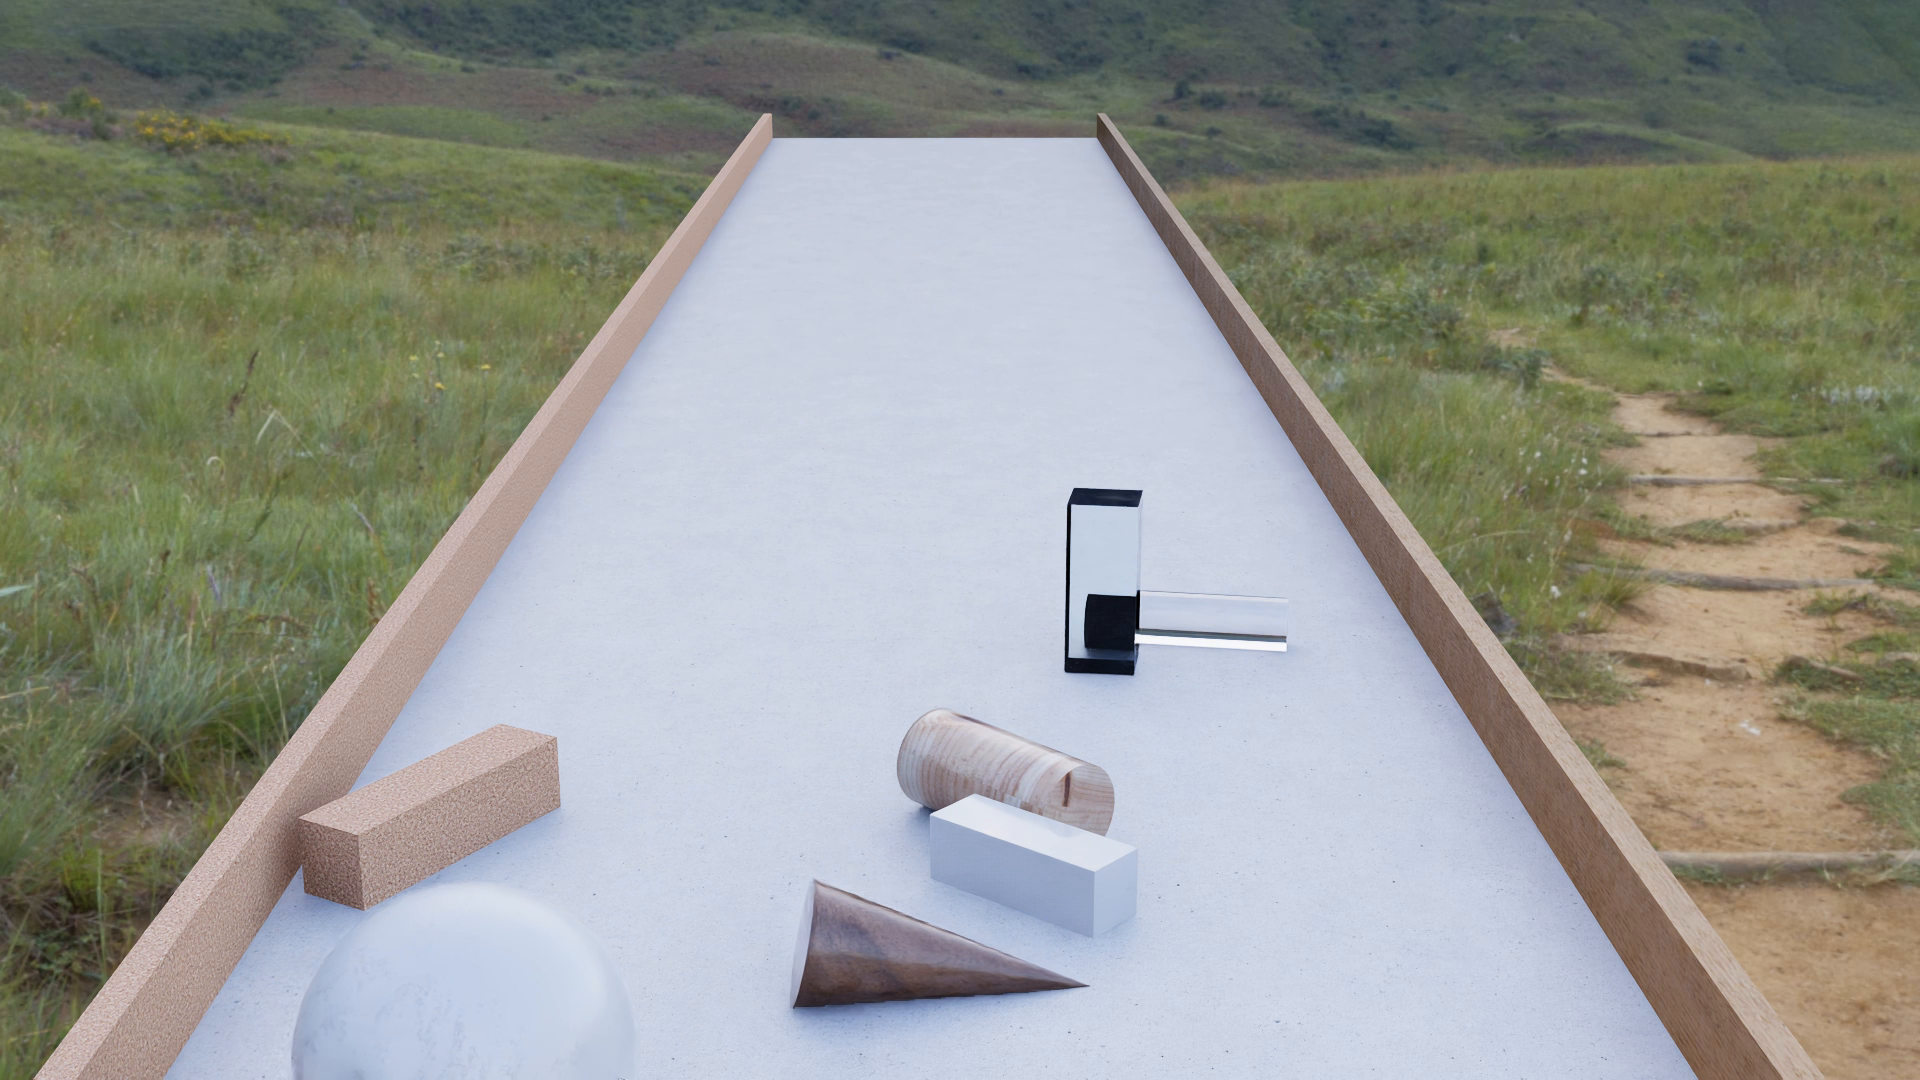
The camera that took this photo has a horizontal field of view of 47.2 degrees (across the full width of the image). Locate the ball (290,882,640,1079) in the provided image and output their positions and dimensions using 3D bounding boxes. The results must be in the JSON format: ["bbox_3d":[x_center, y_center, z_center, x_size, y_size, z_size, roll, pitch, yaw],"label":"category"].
[{"bbox_3d":[-0.569,0.594,2.542,0.393,0.393,0.393,0,17,0],"label":"ball"}]

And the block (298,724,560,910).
[{"bbox_3d":[-0.843,0.437,3.537,0.125,0.125,0.457,9,19,29],"label":"block"}]

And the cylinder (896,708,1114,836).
[{"bbox_3d":[0.071,0.399,3.591,0.167,0.167,0.340,-15,22,-41],"label":"cylinder"}]

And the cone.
[{"bbox_3d":[-0.016,0.594,3.078,0.415,0.177,0.177,10,15,-8],"label":"cone"}]

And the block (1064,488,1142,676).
[{"bbox_3d":[0.284,0.081,4.352,0.138,0.341,0.138,2,15,8],"label":"block"}]

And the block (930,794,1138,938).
[{"bbox_3d":[0.110,0.496,3.370,0.319,0.108,0.108,14,21,38],"label":"block"}]

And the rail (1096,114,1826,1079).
[{"bbox_3d":[0.932,-0.844,7.801,0.050,0.150,12.000,0,17,-1],"label":"rail"}]

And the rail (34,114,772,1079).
[{"bbox_3d":[-1.118,-0.838,7.780,0.050,0.150,12.000,0,17,-1],"label":"rail"}]

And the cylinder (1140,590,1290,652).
[{"bbox_3d":[0.465,0.162,4.489,0.404,0.110,0.110,3,17,9],"label":"cylinder"}]
